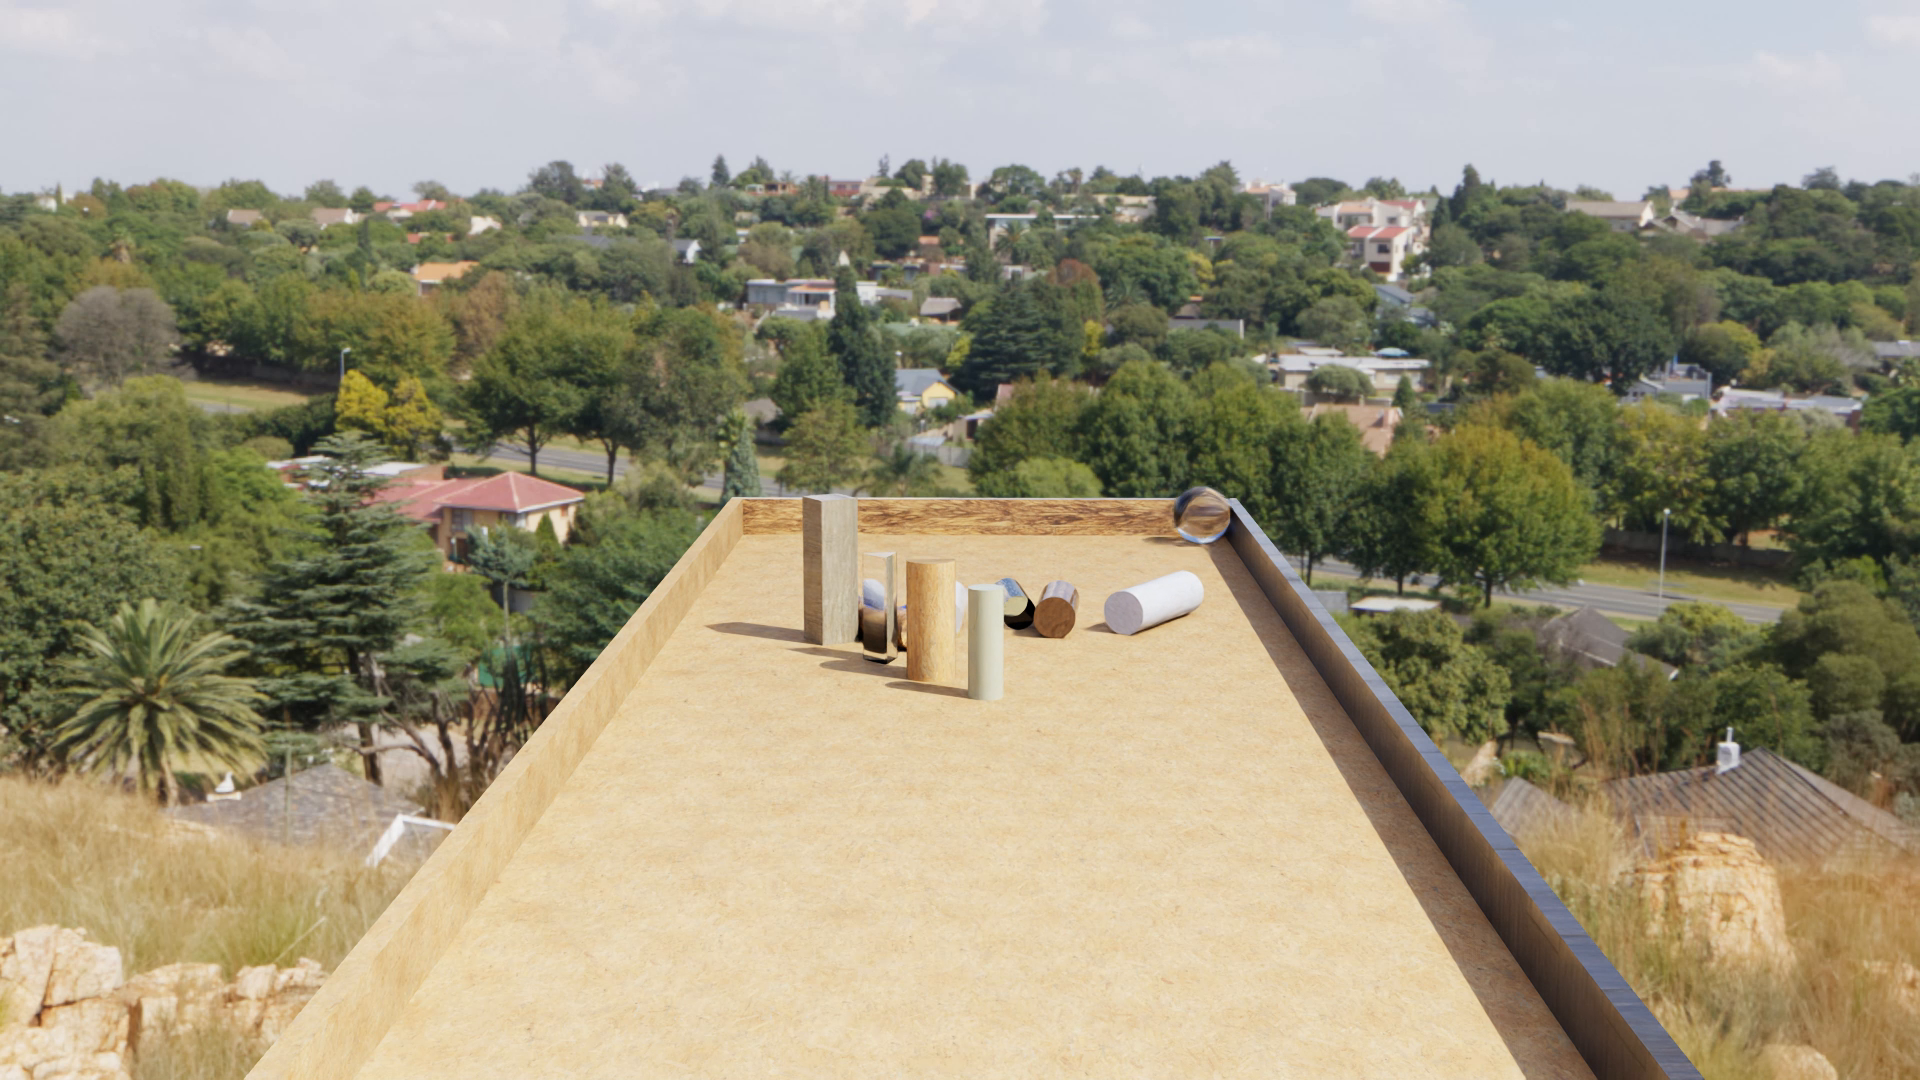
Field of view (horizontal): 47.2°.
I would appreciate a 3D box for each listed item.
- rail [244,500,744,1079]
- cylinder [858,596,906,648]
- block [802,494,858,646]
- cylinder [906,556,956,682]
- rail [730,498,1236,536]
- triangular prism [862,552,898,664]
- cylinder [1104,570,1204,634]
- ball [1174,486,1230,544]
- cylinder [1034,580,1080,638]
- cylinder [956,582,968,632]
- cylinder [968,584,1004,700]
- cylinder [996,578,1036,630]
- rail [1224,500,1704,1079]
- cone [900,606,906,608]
[{"bbox_3d":[-1.004,0.839,3.234,0.050,0.150,12.000,0,9,1],"label":"rail"},{"bbox_3d":[-0.236,0.262,6.966,0.122,0.122,0.361,-6,11,-35],"label":"cylinder"},{"bbox_3d":[-0.410,0.092,6.962,0.128,0.459,0.128,-6,11,-32],"label":"block"},{"bbox_3d":[-0.085,0.230,6.443,0.145,0.349,0.145,0,9,0],"label":"cylinder"},{"bbox_3d":[0.099,-0.098,9.147,2.100,0.150,0.050,0,9,1],"label":"rail"},{"bbox_3d":[-0.226,0.203,6.681,0.091,0.327,0.105,-8,12,-42],"label":"triangular prism"},{"bbox_3d":[0.643,0.205,7.256,0.144,0.144,0.446,6,11,31],"label":"cylinder"},{"bbox_3d":[0.979,-0.100,8.900,0.233,0.233,0.233,0,9,0],"label":"ball"},{"bbox_3d":[0.317,0.224,7.165,0.134,0.134,0.311,1,9,6],"label":"cylinder"},{"bbox_3d":[-0.042,0.223,7.230,0.117,0.117,0.394,0,9,3],"label":"cylinder"},{"bbox_3d":[0.072,0.288,6.193,0.101,0.314,0.101,0,9,0],"label":"cylinder"},{"bbox_3d":[0.176,0.211,7.319,0.113,0.113,0.331,-1,9,-5],"label":"cylinder"},{"bbox_3d":[1.046,0.843,3.208,0.050,0.150,12.000,0,9,1],"label":"rail"},{"bbox_3d":[-0.275,0.265,7.177,0.329,0.103,0.103,-4,4,44],"label":"cone"}]
